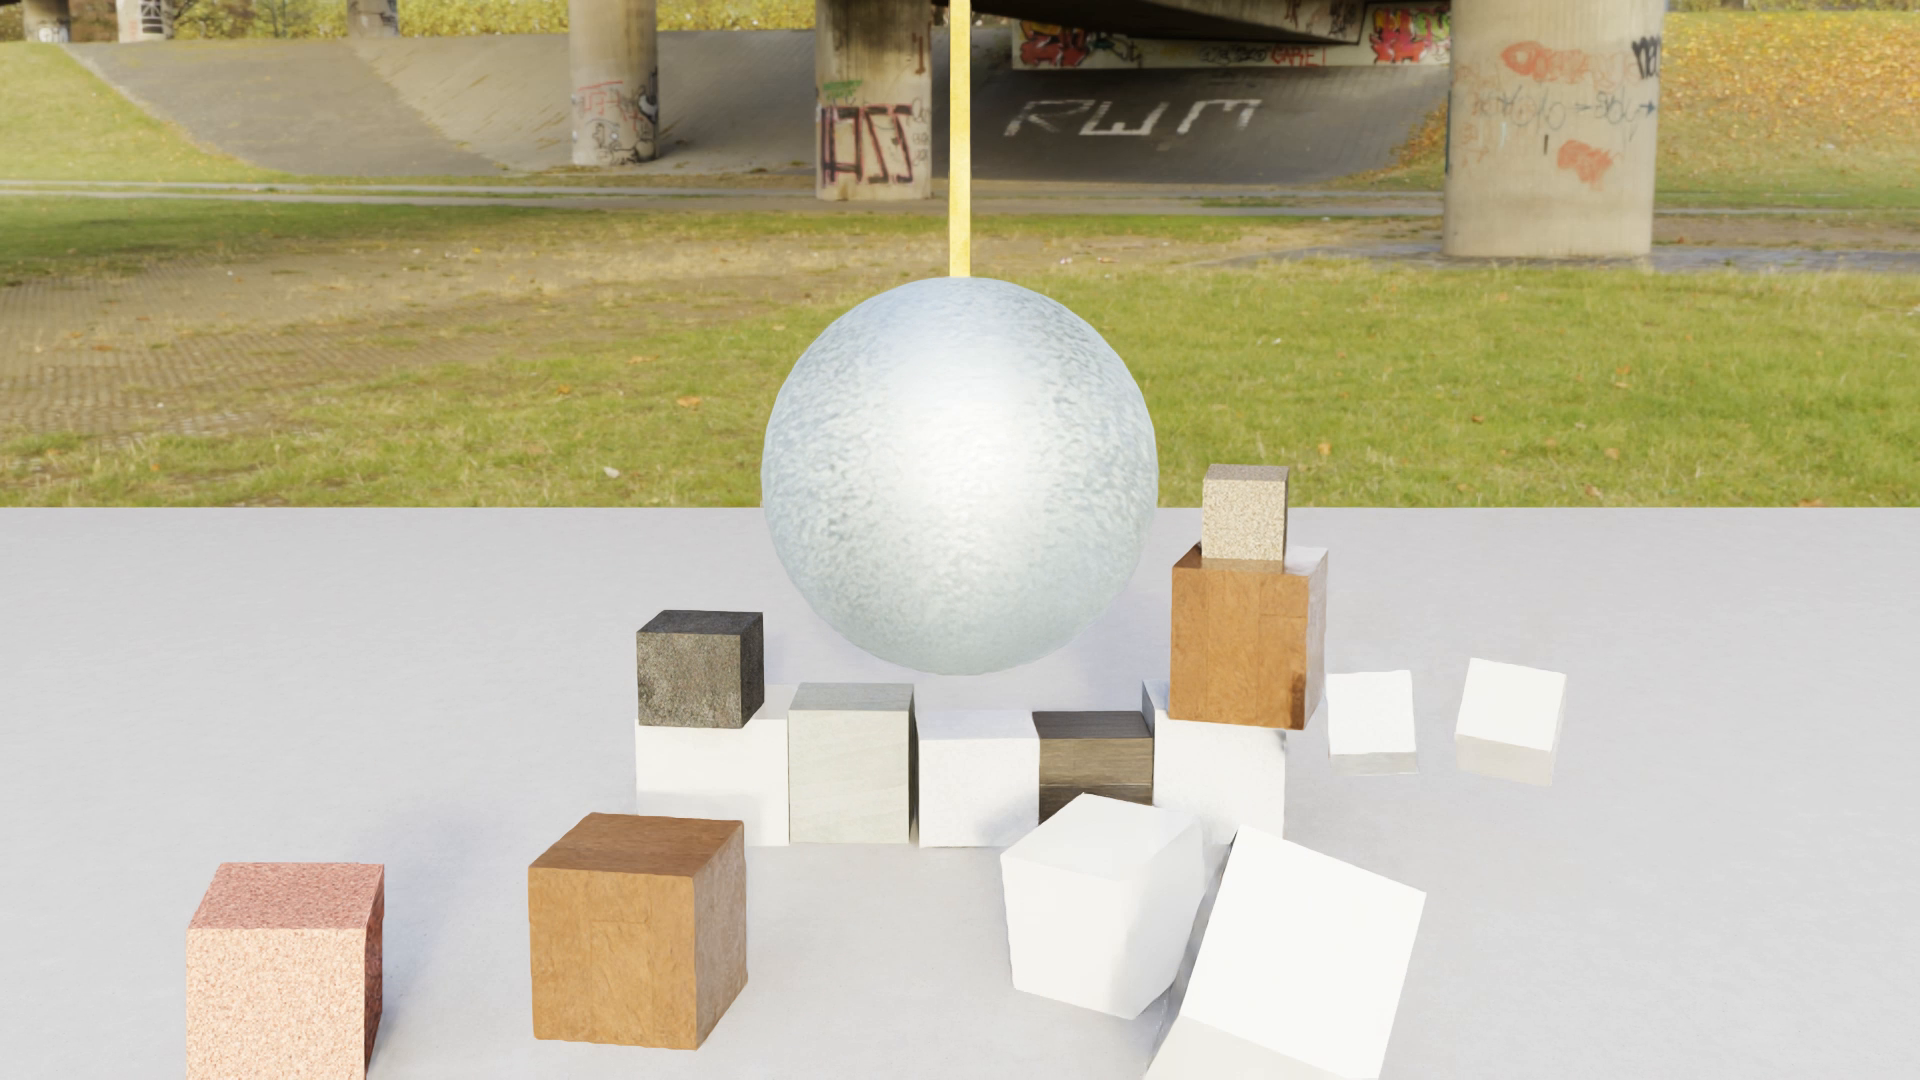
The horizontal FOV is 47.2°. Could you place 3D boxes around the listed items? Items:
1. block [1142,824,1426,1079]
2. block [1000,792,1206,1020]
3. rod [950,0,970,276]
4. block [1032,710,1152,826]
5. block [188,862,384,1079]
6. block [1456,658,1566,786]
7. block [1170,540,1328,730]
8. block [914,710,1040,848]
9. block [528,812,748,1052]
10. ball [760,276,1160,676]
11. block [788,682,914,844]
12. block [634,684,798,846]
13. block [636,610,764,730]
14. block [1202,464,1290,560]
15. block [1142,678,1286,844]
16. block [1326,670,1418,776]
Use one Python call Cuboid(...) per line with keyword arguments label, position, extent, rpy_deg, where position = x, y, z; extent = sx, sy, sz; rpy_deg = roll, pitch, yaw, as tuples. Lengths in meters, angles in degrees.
Cuboid(label="block", position=(1.123, 1.566, 7.667), extent=(0.676, 0.685, 0.743), rpy_deg=(20, 57, 5))
Cuboid(label="block", position=(0.615, 1.517, 9.199), extent=(0.578, 0.622, 0.643), rpy_deg=(7, 22, 35))
Cuboid(label="rod", position=(0.000, -3.582, 9.536), extent=(0.080, 5.200, 0.080), rpy_deg=(0, -12, 0))
Cuboid(label="block", position=(0.676, 1.214, 11.402), extent=(0.578, 0.532, 0.548), rpy_deg=(0, 10, -2))
Cuboid(label="block", position=(-2.589, 1.672, 8.496), extent=(0.631, 0.633, 0.763), rpy_deg=(2, 10, -10))
Cuboid(label="block", position=(2.731, 0.904, 10.916), extent=(0.459, 0.412, 0.465), rpy_deg=(10, -24, 18))
Cuboid(label="block", position=(1.447, 0.463, 10.983), extent=(0.664, 0.768, 0.670), rpy_deg=(4, 12, 17))
Cuboid(label="block", position=(0.078, 1.216, 11.301), extent=(0.599, 0.551, 0.608), rpy_deg=(-1, 9, -4))
Cuboid(label="block", position=(-1.292, 1.572, 8.932), extent=(0.672, 0.710, 0.721), rpy_deg=(2, 10, 10))
Cuboid(label="ball", position=(0.000, -0.254, 8.842), extent=(1.600, 1.600, 1.600), rpy_deg=(0, 10, 0))
Cuboid(label="block", position=(-0.550, 1.142, 11.355), extent=(0.601, 0.689, 0.581), rpy_deg=(0, 10, 2))
Cuboid(label="block", position=(-1.240, 1.154, 11.380), extent=(0.758, 0.657, 0.716), rpy_deg=(0, 10, 0))
Cuboid(label="block", position=(-1.295, 0.642, 11.036), extent=(0.519, 0.473, 0.540), rpy_deg=(1, 10, 7))
Cuboid(label="block", position=(1.438, -0.144, 11.056), extent=(0.398, 0.394, 0.458), rpy_deg=(2, 12, 11))
Cuboid(label="block", position=(1.300, 1.134, 11.387), extent=(0.658, 0.695, 0.649), rpy_deg=(0, 10, -1))
Cuboid(label="block", position=(1.864, 0.830, 9.943), extent=(0.372, 0.372, 0.362), rpy_deg=(-4, -22, 12))
